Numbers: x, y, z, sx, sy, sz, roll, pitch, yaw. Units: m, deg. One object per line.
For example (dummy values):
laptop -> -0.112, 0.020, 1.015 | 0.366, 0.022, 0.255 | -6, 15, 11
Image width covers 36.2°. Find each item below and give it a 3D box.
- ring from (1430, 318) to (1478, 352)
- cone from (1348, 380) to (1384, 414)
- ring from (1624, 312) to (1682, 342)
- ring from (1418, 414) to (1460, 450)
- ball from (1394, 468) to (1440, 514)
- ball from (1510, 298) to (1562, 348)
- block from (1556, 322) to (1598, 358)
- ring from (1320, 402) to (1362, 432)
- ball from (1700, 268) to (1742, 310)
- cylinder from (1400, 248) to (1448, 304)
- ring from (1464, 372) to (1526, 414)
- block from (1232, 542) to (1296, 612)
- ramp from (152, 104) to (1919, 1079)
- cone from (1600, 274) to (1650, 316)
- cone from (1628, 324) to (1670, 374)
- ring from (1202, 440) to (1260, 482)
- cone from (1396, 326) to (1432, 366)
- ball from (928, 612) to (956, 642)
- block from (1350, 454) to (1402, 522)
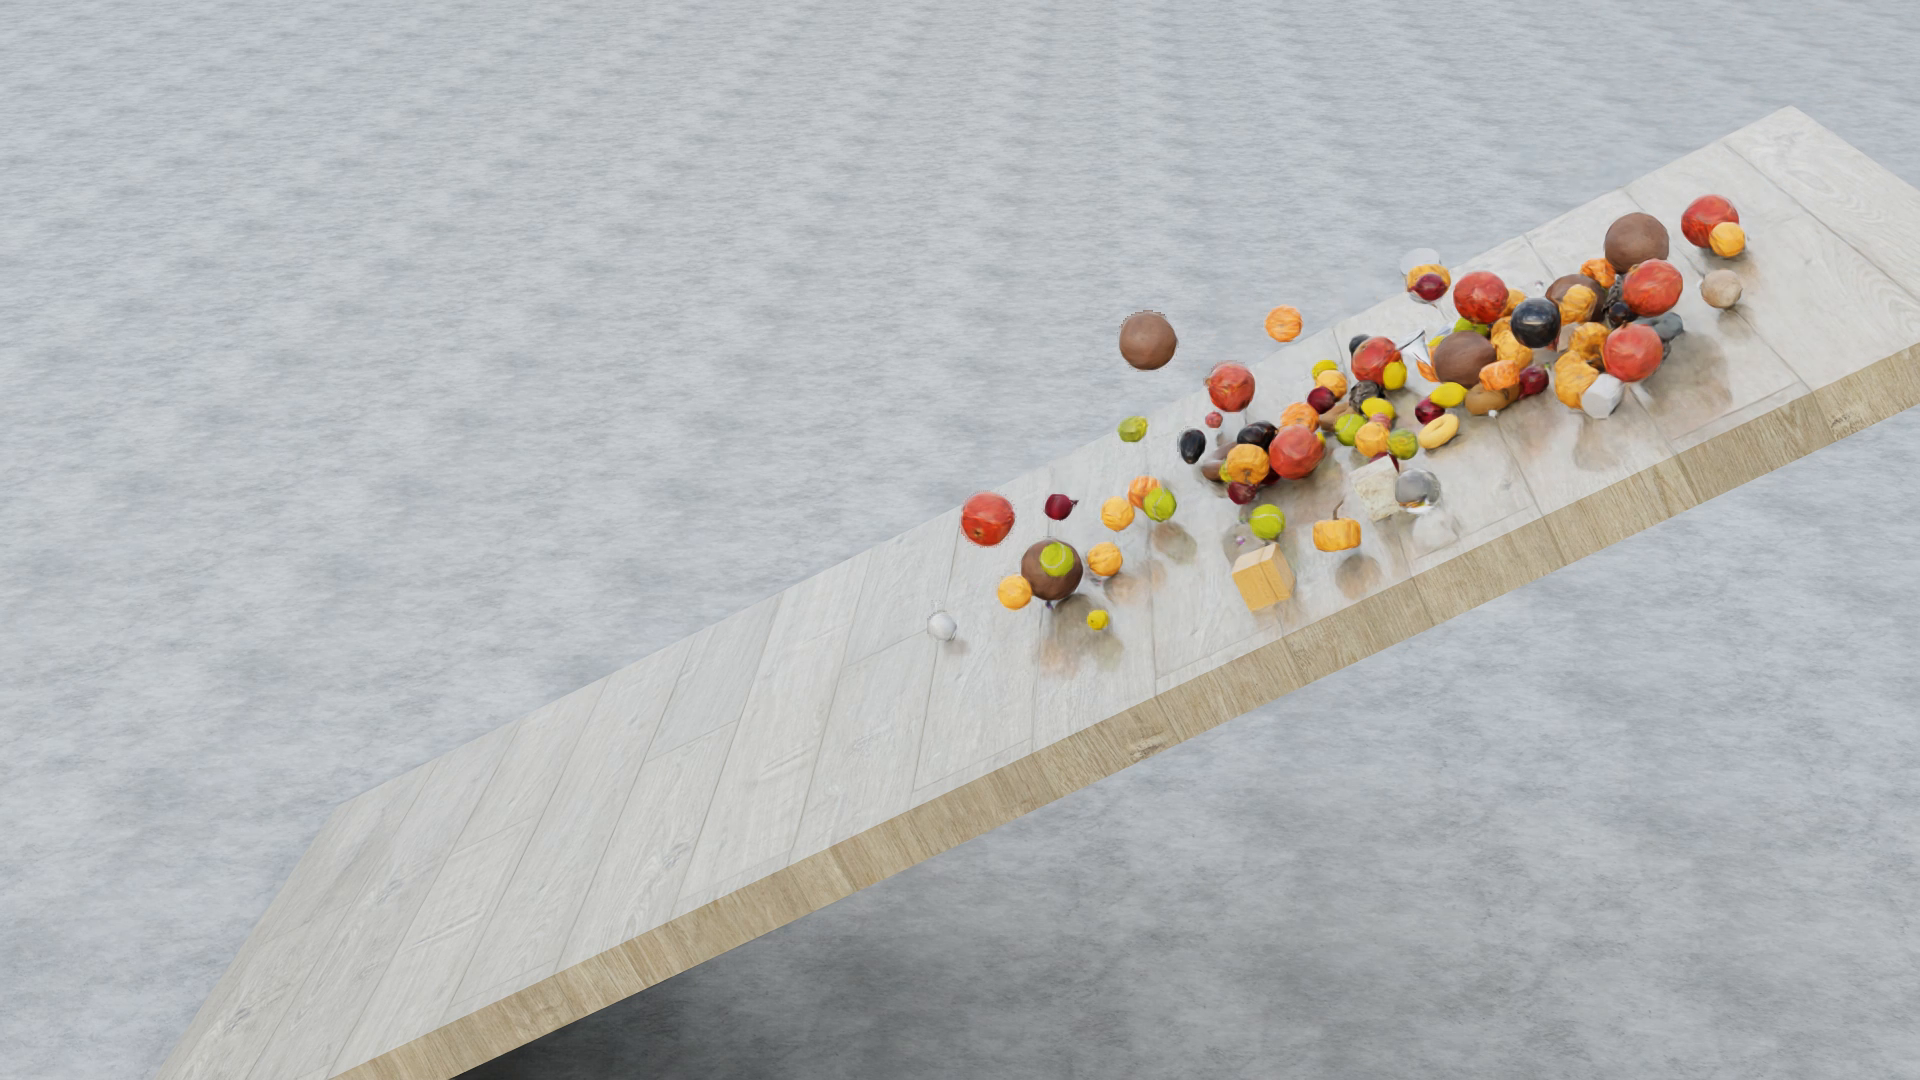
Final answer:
ring -> 1.076, -0.446, 6.401 | 0.111, 0.037, 0.111 | -26, 15, 7
cone -> 0.862, -0.289, 6.177 | 0.076, 0.076, 0.076 | -1, 18, -5
ring -> 1.349, -0.409, 5.721 | 0.115, 0.038, 0.115 | -20, 18, 7
ring -> 0.945, -0.214, 5.809 | 0.092, 0.031, 0.092 | -35, 16, 11
ball -> 0.848, -0.091, 5.451 | 0.086, 0.086, 0.086 | 0, 17, 0
ball -> 1.116, -0.421, 5.702 | 0.099, 0.099, 0.099 | 0, 17, 0
block -> 1.226, -0.396, 5.841 | 0.054, 0.054, 0.054 | 15, -9, -14
ring -> 0.811, -0.262, 6.258 | 0.098, 0.033, 0.098 | -26, 15, 7
ball -> 1.473, -0.486, 5.688 | 0.078, 0.078, 0.078 | 0, 17, 0
cylinder -> 1.015, -0.577, 6.431 | 0.087, 0.087, 0.087 | -13, 47, 15
ring -> 1.065, -0.293, 5.852 | 0.130, 0.043, 0.130 | -26, 14, 7
block -> 0.561, 0.068, 5.436 | 0.082, 0.082, 0.082 | -23, 15, 22
ramp -> 0.140, 0.168, 6.281 | 4.000, 0.100, 2.000 | -26, 14, 10
cone -> 1.298, -0.468, 5.823 | 0.091, 0.091, 0.091 | -28, 28, -26
cone -> 1.285, -0.380, 5.575 | 0.090, 0.090, 0.090 | -28, 34, 22
ring -> 0.585, -0.172, 6.339 | 0.137, 0.046, 0.137 | -26, 17, 8
cone -> 0.919, -0.375, 5.869 | 0.072, 0.072, 0.072 | -37, 9, 7
ball -> -0.036, 0.184, 6.225 | 0.060, 0.060, 0.060 | 0, 17, 0
block -> 0.797, -0.097, 5.576 | 0.084, 0.084, 0.084 | -26, 14, 9
